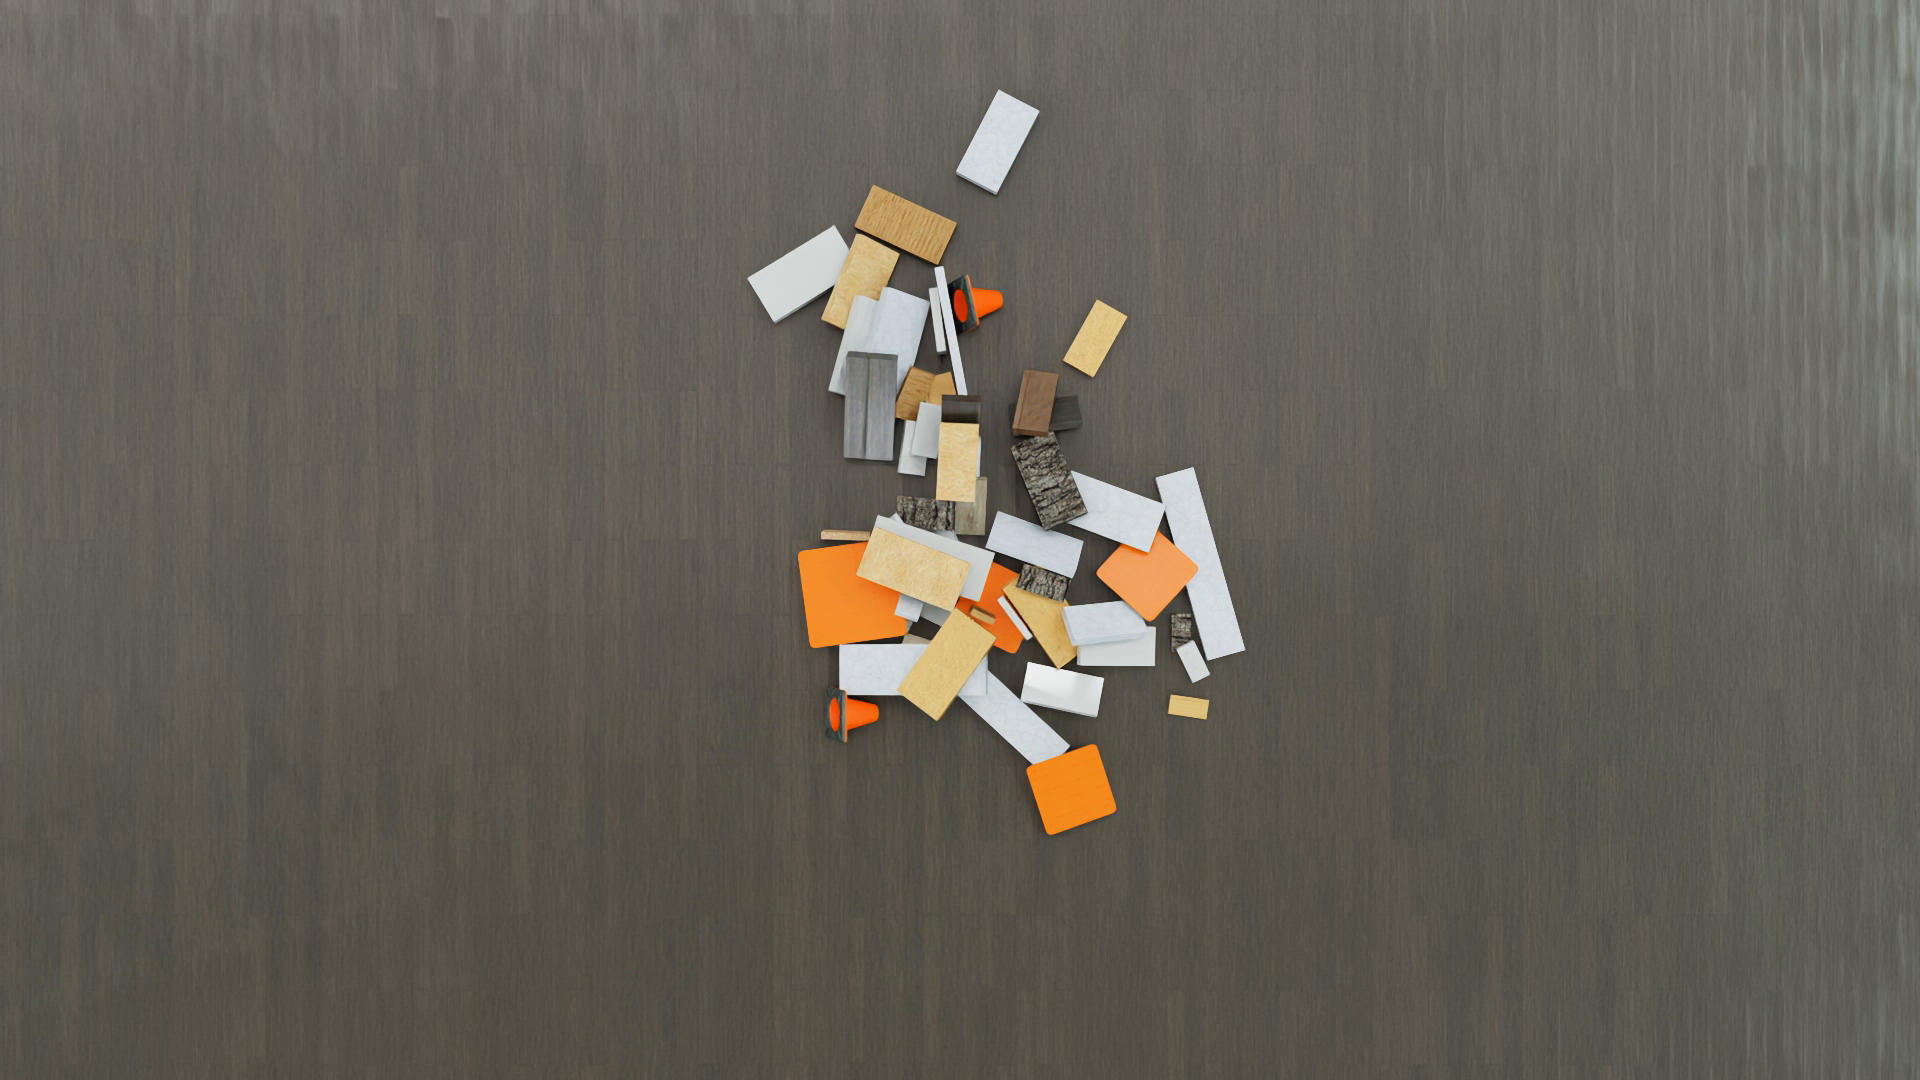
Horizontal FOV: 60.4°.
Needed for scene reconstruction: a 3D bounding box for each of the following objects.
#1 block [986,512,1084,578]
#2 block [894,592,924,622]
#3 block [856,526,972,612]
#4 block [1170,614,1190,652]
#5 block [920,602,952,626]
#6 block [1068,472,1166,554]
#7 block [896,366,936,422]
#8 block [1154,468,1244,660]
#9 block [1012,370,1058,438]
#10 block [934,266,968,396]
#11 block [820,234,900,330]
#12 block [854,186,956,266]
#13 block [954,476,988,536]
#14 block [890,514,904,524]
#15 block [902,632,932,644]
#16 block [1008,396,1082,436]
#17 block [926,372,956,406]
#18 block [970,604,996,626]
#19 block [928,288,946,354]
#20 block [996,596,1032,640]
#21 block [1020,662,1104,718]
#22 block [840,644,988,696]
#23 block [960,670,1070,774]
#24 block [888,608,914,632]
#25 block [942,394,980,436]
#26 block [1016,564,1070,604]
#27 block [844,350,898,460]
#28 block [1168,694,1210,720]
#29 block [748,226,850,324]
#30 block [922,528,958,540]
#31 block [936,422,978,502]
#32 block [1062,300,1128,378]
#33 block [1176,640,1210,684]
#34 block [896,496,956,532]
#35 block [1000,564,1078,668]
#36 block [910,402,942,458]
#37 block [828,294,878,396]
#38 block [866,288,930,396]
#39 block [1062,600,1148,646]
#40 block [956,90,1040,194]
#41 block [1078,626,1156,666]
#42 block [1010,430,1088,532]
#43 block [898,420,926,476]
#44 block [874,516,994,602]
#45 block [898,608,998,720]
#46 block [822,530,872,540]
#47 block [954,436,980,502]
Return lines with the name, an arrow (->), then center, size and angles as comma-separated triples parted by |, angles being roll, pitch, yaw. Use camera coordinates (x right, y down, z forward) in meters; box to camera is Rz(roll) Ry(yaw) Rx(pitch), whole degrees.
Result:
block -> 0.246, 0.014, 5.428 | 0.302, 0.151, 0.043 | 19, 129, 0
block -> -0.156, 0.184, 5.422 | 0.080, 0.023, 0.159 | 19, 62, -4
block -> -0.152, 0.095, 5.362 | 0.337, 0.048, 0.168 | 21, 91, -4
block -> 0.735, 0.309, 5.491 | 0.064, 0.018, 0.128 | 0, 90, 0
block -> -0.090, 0.232, 5.490 | 0.146, 0.021, 0.073 | 26, 90, 0
block -> 0.497, -0.093, 5.452 | 0.332, 0.047, 0.166 | 21, 90, 9
block -> -0.158, -0.480, 5.445 | 0.087, 0.025, 0.175 | 17, 110, -24
block -> 0.797, 0.079, 5.482 | 0.129, 0.036, 0.629 | -16, 90, 0
block -> 0.249, -0.449, 5.425 | 0.115, 0.033, 0.230 | 8, 62, 8
block -> -0.024, -0.648, 5.430 | 0.029, 0.104, 0.496 | -11, 94, 0
block -> -0.328, -0.836, 5.441 | 0.152, 0.043, 0.304 | 23, 90, -32
block -> -0.180, -1.043, 5.478 | 0.304, 0.043, 0.152 | 25, 90, 0
block -> 0.036, -0.113, 5.443 | 0.099, 0.028, 0.199 | 2, 116, 0
block -> -0.195, -0.003, 5.464 | 0.080, 0.023, 0.159 | -34, 92, 38
block -> -0.076, 0.406, 5.458 | 0.257, 0.036, 0.128 | 18, 90, 11
block -> 0.281, -0.411, 5.451 | 0.230, 0.033, 0.115 | -8, 51, 0
block -> -0.056, -0.445, 5.485 | 0.104, 0.029, 0.208 | -14, 90, 0
block -> 0.073, 0.243, 5.369 | 0.082, 0.164, 0.023 | 26, 92, -1
block -> -0.074, -0.722, 5.448 | 0.029, 0.104, 0.208 | -7, 90, 0
block -> 0.178, 0.254, 5.413 | 0.023, 0.082, 0.164 | -37, 91, -1
block -> 0.338, 0.497, 5.464 | 0.257, 0.036, 0.128 | 12, 73, 0
block -> -0.153, 0.426, 5.429 | 0.488, 0.047, 0.166 | -1, 87, 10
block -> 0.166, 0.587, 5.482 | 0.423, 0.036, 0.128 | 43, 90, 0
block -> -0.174, 0.226, 5.470 | 0.073, 0.021, 0.146 | 26, 93, 12
block -> 0.001, -0.362, 5.405 | 0.126, 0.036, 0.252 | 2, 131, 0
block -> 0.273, 0.141, 5.397 | 0.164, 0.023, 0.082 | 19, 91, -12
block -> -0.292, -0.436, 5.388 | 0.163, 0.046, 0.364 | 4, 121, 0
block -> 0.760, 0.555, 5.491 | 0.128, 0.018, 0.064 | 9, 90, 0
block -> -0.515, -0.881, 5.476 | 0.337, 0.048, 0.168 | -31, 90, 0
block -> -0.055, 0.016, 5.472 | 0.099, 0.028, 0.199 | -25, 90, 16
block -> -0.008, -0.254, 5.359 | 0.126, 0.036, 0.252 | 3, 99, 0
block -> 0.448, -0.669, 5.484 | 0.115, 0.033, 0.230 | 29, 90, 0
block -> 0.774, 0.404, 5.479 | 0.064, 0.018, 0.128 | -27, 101, 0
block -> -0.116, -0.088, 5.450 | 0.199, 0.028, 0.099 | 6, 88, 21
block -> 0.289, 0.248, 5.442 | 0.151, 0.043, 0.329 | -36, 100, -6
block -> -0.105, -0.362, 5.449 | 0.087, 0.025, 0.175 | 10, 91, -12
block -> -0.311, -0.626, 5.436 | 0.163, 0.046, 0.326 | 15, 90, -33
block -> -0.218, -0.652, 5.436 | 0.163, 0.046, 0.326 | 15, 90, -33
block -> 0.474, 0.270, 5.411 | 0.257, 0.036, 0.129 | -5, 55, -18
block -> 0.125, -1.320, 5.478 | 0.152, 0.043, 0.304 | 27, 90, 0
block -> 0.517, 0.350, 5.453 | 0.257, 0.036, 0.129 | 1, 90, -13
block -> 0.294, -0.198, 5.445 | 0.151, 0.043, 0.301 | -24, 81, 9
block -> -0.151, -0.305, 5.470 | 0.087, 0.025, 0.175 | 7, 92, -19
block -> -0.104, 0.060, 5.411 | 0.402, 0.048, 0.168 | 18, 91, -4
block -> -0.040, 0.403, 5.361 | 0.166, 0.047, 0.332 | 36, 93, 10
block -> -0.376, -0.016, 5.459 | 0.159, 0.080, 0.023 | 2, 96, 0
block -> 0.002, -0.220, 5.433 | 0.126, 0.036, 0.252 | 2, 114, 0
